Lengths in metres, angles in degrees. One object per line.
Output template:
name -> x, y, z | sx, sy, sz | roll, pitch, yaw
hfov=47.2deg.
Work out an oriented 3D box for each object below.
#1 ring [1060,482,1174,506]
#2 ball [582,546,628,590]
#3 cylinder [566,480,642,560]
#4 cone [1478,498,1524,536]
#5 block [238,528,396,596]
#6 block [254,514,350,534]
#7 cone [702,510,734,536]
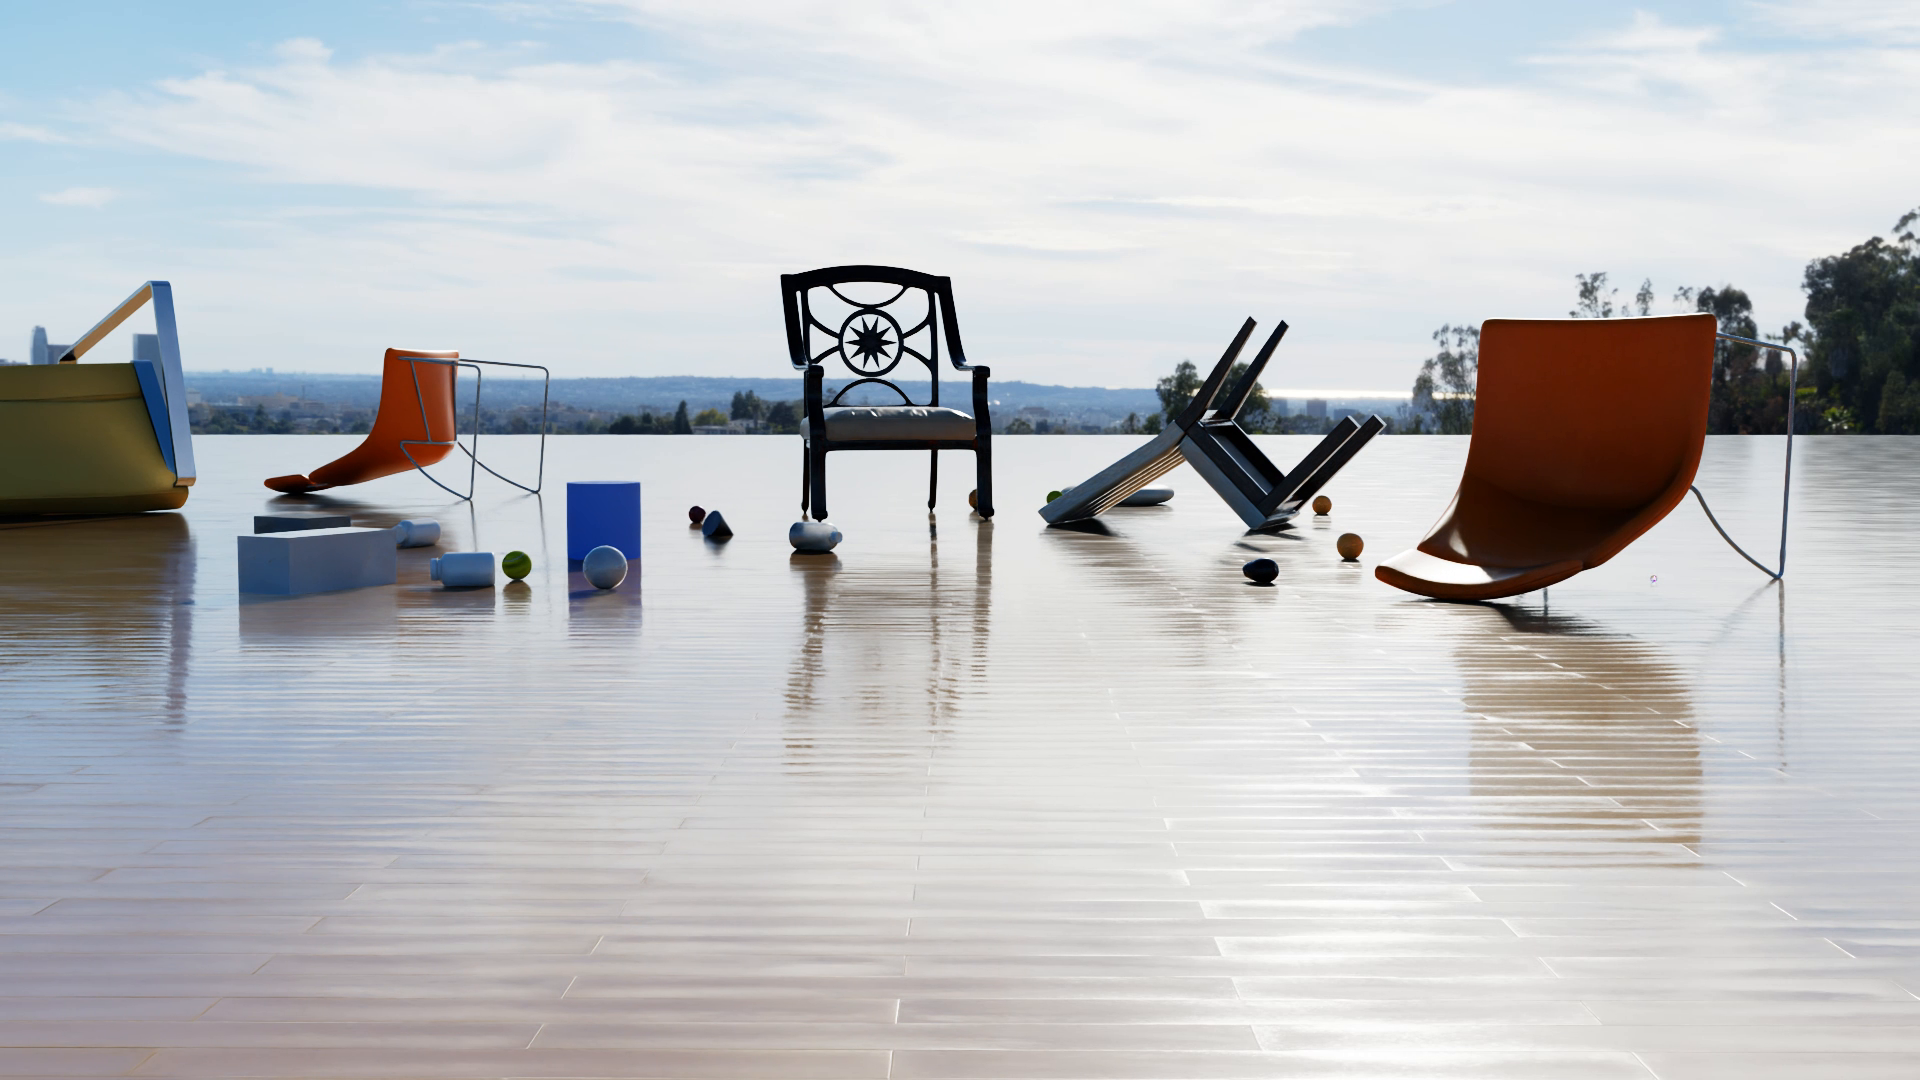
ring -> 0.619, -0.182, 8.661 | 0.451, 0.073, 0.417 | 0, 4, 3
ball -> -0.794, 0.062, 4.924 | 0.099, 0.099, 0.099 | 0, 4, 0
cylinder -> -0.949, -0.054, 5.863 | 0.196, 0.201, 0.204 | -1, 4, -15
cone -> 1.701, -0.045, 6.805 | 0.144, 0.120, 0.136 | 1, 27, -30
block -> -1.449, 0.045, 4.971 | 0.152, 0.126, 0.340 | 2, 4, 27
block -> -1.808, -0.016, 6.050 | 0.211, 0.100, 0.155 | 2, 5, 32
cone -> -0.729, -0.034, 6.757 | 0.086, 0.085, 0.109 | 29, -8, -30
